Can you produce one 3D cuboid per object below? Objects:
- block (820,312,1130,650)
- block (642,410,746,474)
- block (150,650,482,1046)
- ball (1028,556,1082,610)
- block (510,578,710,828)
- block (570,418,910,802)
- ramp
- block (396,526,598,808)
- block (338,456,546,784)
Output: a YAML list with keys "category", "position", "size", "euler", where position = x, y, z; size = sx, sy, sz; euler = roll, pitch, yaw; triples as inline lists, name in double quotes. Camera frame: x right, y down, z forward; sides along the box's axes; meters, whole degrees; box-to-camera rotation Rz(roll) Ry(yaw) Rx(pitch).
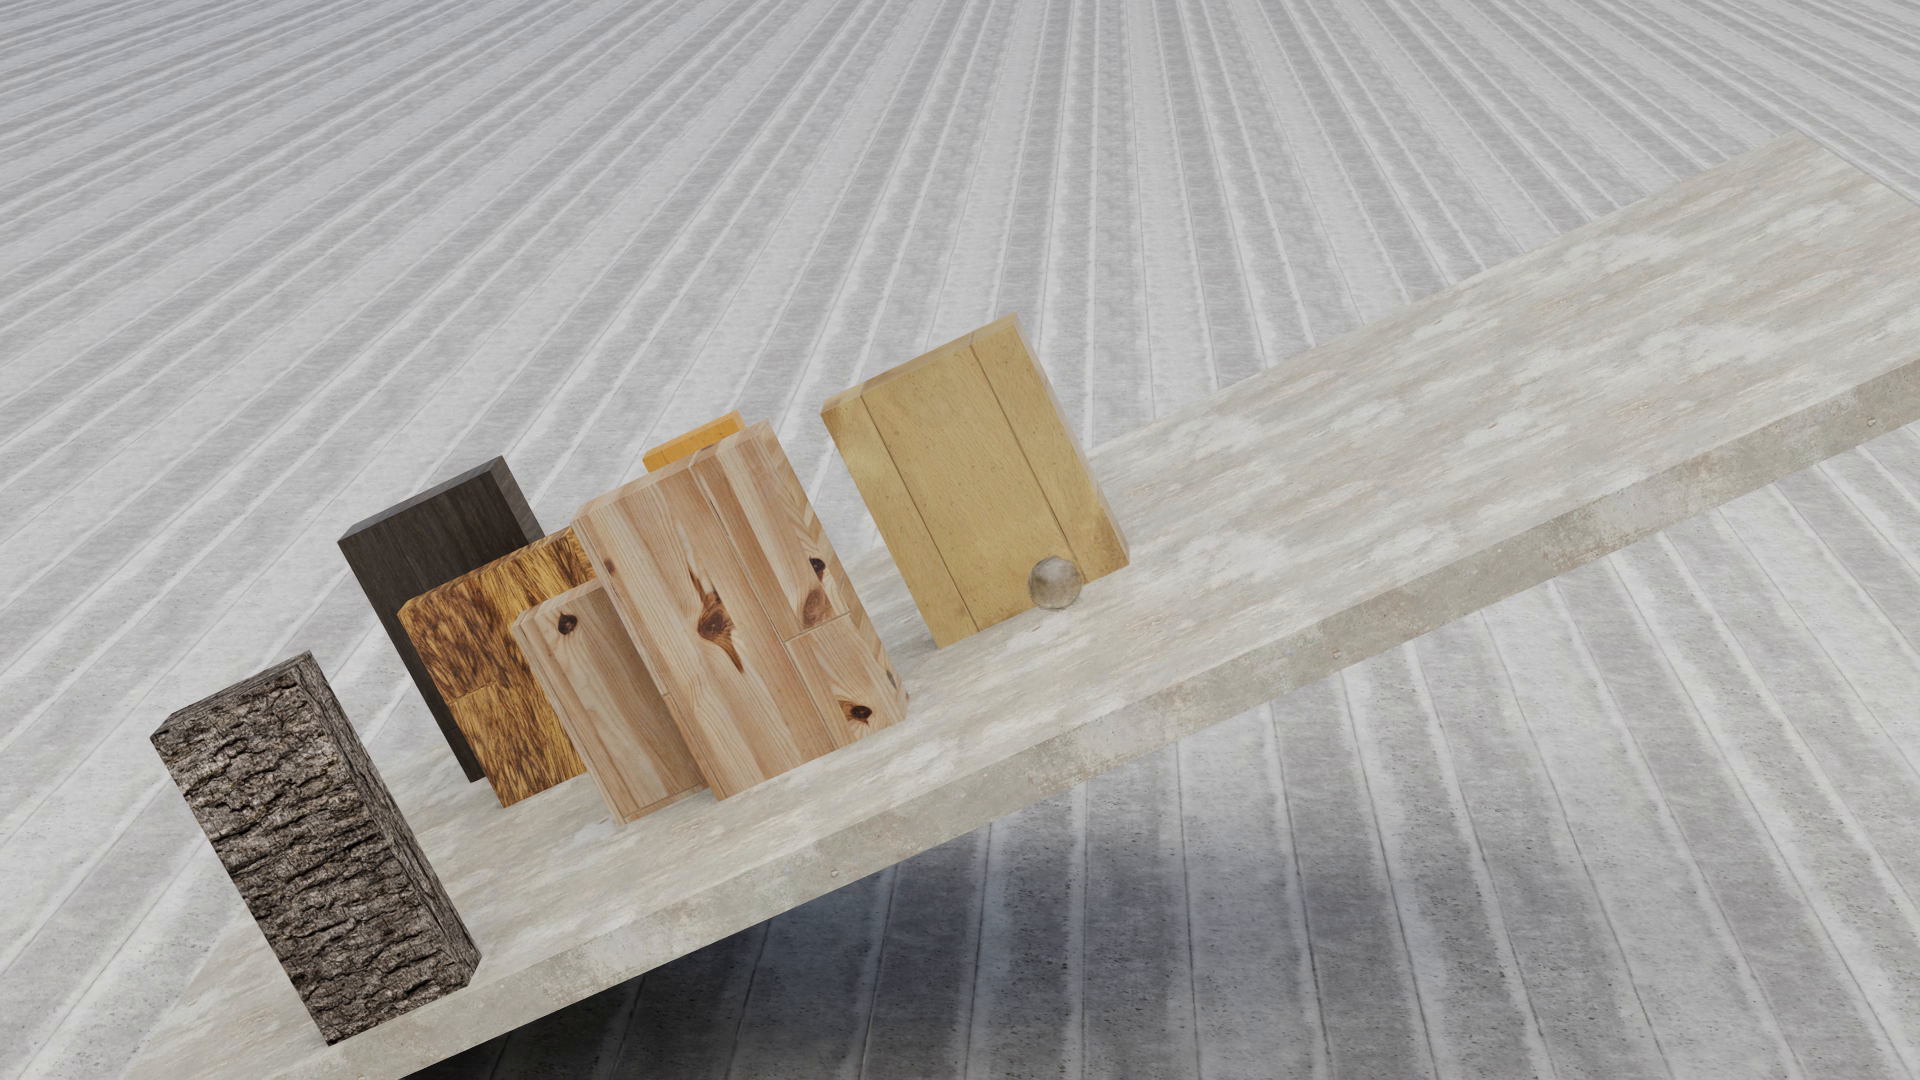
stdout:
- category: "block"
  position: [0.036, -0.122, 6.136]
  size: [0.441, 0.560, 0.135]
  euler: [-24, 13, 9]
- category: "block"
  position: [-0.552, -0.051, 7.177]
  size: [0.248, 0.471, 0.084]
  euler: [-24, 13, 9]
- category: "block"
  position: [-1.207, 0.583, 5.540]
  size: [0.302, 0.685, 0.135]
  euler: [-24, 13, 9]
- category: "ball"
  position: [0.195, 0.088, 6.017]
  size: [0.110, 0.110, 0.110]
  euler: [0, 16, 0]
- category: "block"
  position: [-0.632, 0.292, 6.017]
  size: [0.380, 0.473, 0.112]
  euler: [-24, 13, 9]
- category: "block"
  position: [-0.432, 0.142, 5.842]
  size: [0.418, 0.641, 0.131]
  euler: [-24, 13, 9]
- category: "ramp"
  position: [0.137, 0.168, 6.282]
  size: [4.000, 0.100, 2.000]
  euler: [-24, 13, 9]
- category: "block"
  position: [-0.941, 0.284, 6.570]
  size: [0.427, 0.504, 0.100]
  euler: [-24, 13, 9]
- category: "block"
  position: [-1.117, 0.189, 6.932]
  size: [0.406, 0.657, 0.143]
  euler: [-24, 13, 9]
